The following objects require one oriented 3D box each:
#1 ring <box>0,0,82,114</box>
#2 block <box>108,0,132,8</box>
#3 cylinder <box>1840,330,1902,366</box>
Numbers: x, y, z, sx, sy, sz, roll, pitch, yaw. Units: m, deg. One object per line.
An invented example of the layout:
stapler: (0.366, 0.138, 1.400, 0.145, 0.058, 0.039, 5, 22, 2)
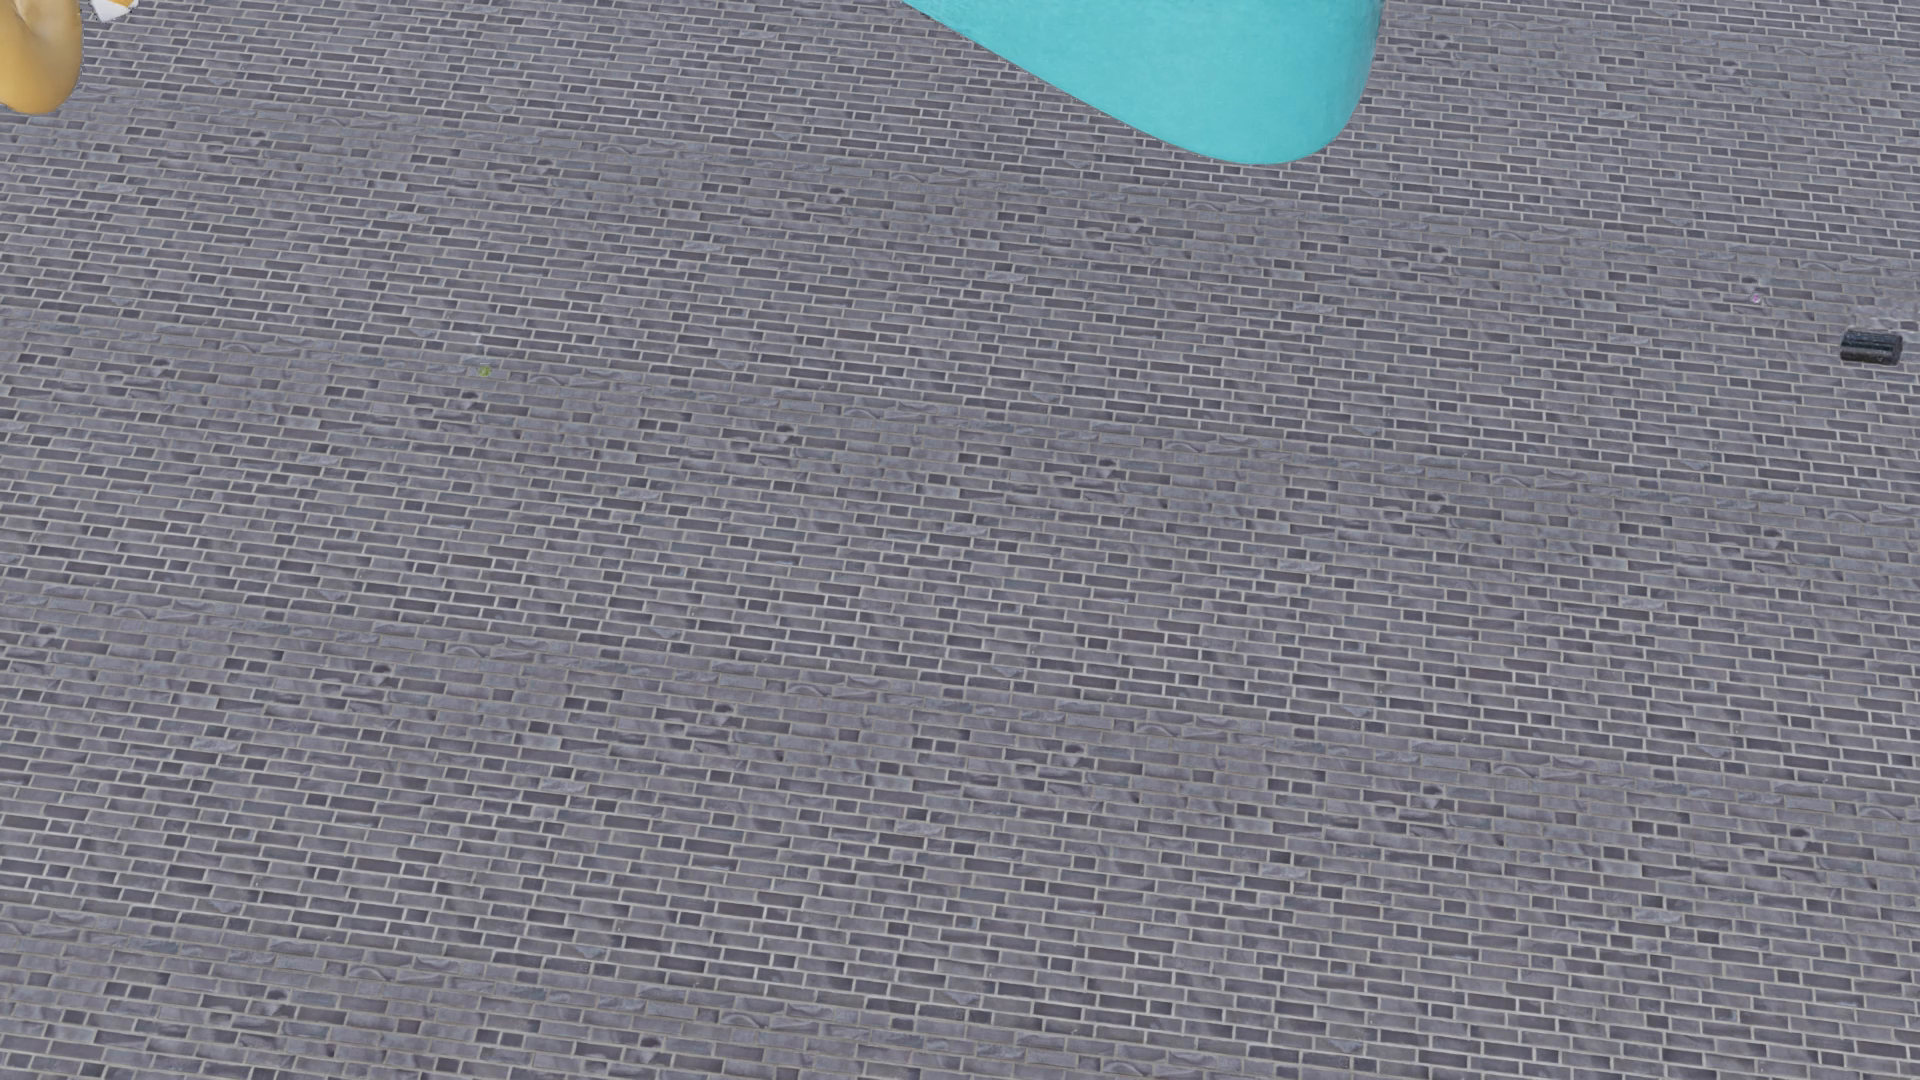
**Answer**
ring: (-1.891, -1.101, 4.366, 0.125, 0.522, 0.506, -9, 68, 1)
block: (-1.378, -0.945, 3.570, 0.069, 0.111, 0.094, 20, 68, 17)
cylinder: (1.572, -0.332, 3.793, 0.087, 0.049, 0.057, 12, 55, 39)
